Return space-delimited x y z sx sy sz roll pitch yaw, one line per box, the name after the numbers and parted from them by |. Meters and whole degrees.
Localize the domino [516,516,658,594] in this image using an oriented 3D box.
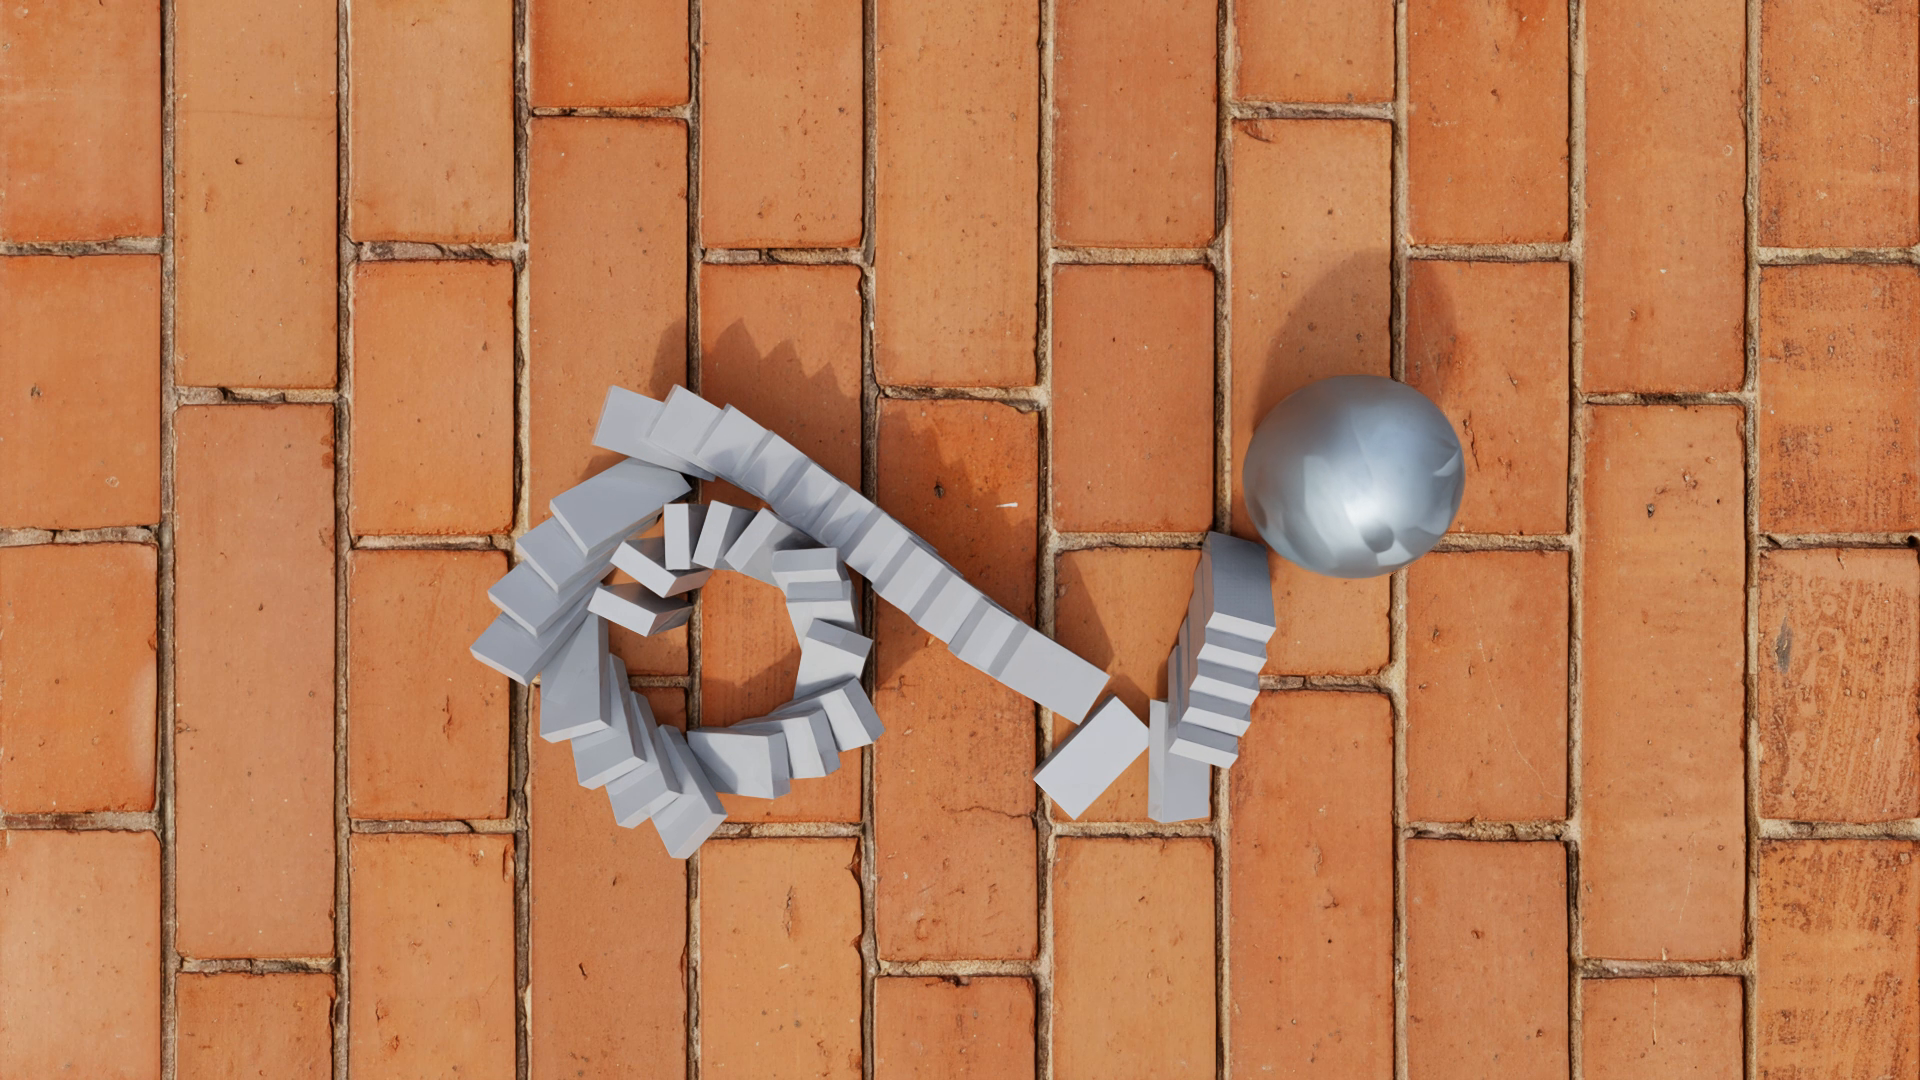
-0.155 -0.003 0.382 0.025 0.010 0.050 47 58 1 | domino

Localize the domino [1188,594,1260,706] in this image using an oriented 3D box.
0.108 0.043 0.378 0.025 0.050 0.009 15 131 1 | domino

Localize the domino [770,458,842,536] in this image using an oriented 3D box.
-0.051 -0.009 0.383 0.050 0.009 0.025 37 90 -30 | domino

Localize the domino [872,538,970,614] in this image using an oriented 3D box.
-0.010 0.023 0.382 0.050 0.009 0.025 38 89 -34 | domino

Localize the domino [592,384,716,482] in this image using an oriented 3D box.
-0.124 -0.044 0.382 0.050 0.010 0.025 18 86 -31 | domino

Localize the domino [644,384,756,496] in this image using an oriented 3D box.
-0.102 -0.041 0.383 0.050 0.009 0.025 30 88 -30 | domino

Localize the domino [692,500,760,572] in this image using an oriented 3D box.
-0.089 0.000 0.375 0.009 0.050 0.025 18 90 15 | domino

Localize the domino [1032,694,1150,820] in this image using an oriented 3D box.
0.058 0.093 0.395 0.025 0.010 0.050 45 90 0 | domino

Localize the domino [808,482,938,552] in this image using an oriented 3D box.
-0.036 0.001 0.382 0.050 0.010 0.025 37 90 -34 | domino

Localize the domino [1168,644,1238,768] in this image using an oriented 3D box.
0.100 0.068 0.378 0.025 0.050 0.009 16 131 -1 | domino

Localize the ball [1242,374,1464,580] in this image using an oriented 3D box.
0.153 -0.025 0.360 0.080 0.080 0.080 0 90 0 | ball

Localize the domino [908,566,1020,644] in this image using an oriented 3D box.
0.005 0.035 0.383 0.050 0.009 0.025 36 90 -32 | domino

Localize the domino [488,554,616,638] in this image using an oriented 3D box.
-0.167 0.014 0.382 0.025 0.010 0.050 38 57 3 | domino

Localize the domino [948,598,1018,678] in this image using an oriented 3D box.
0.022 0.047 0.383 0.050 0.010 0.025 33 90 -31 | domino

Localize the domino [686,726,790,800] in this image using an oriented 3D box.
-0.093 0.092 0.382 0.050 0.009 0.025 -6 90 35 | domino

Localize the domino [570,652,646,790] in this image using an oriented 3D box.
-0.149 0.075 0.383 0.025 0.009 0.050 -27 58 1 | domino

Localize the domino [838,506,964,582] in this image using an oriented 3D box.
-0.024 0.011 0.381 0.050 0.010 0.025 39 88 -34 | domino

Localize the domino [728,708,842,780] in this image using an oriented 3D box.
-0.074 0.086 0.381 0.050 0.009 0.025 -15 93 36 | domino

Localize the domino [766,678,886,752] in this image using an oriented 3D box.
-0.056 0.076 0.380 0.050 0.009 0.025 -24 96 37 | domino

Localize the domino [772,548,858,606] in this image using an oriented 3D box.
-0.058 0.019 0.375 0.025 0.050 0.010 -3 63 3 | domino

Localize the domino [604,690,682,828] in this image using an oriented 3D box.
-0.137 0.091 0.382 0.025 0.009 0.050 -35 58 2 | domino

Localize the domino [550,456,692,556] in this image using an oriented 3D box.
-0.141 -0.017 0.383 0.050 0.009 0.025 -37 90 -32 | domino

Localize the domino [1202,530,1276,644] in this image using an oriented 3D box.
0.114 0.019 0.378 0.025 0.050 0.009 15 131 0 | domino

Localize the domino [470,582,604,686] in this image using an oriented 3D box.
-0.175 0.033 0.381 0.025 0.010 0.050 27 56 5 | domino

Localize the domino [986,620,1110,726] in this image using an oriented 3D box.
0.038 0.056 0.383 0.050 0.009 0.025 33 90 -31 | domino

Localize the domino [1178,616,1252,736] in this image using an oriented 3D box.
0.104 0.055 0.378 0.025 0.050 0.010 15 131 0 | domino

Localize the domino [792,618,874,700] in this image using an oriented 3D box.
-0.053 0.055 0.379 0.025 0.050 0.009 20 47 0 | domino

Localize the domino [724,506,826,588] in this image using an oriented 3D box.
-0.073 0.006 0.375 0.010 0.050 0.025 38 90 23 | domino

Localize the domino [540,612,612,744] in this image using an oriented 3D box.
-0.161 0.057 0.383 0.025 0.009 0.050 -15 59 0 | domino

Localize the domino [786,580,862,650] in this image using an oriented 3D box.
-0.054 0.035 0.377 0.025 0.050 0.010 -2 54 0 | domino

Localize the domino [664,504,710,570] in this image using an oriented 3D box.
-0.105 -0.001 0.375 0.009 0.050 0.025 -1 90 6 | domino

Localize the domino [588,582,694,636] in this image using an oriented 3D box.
-0.129 0.027 0.375 0.025 0.050 0.010 25 90 0 | domino

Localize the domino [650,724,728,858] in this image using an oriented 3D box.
-0.119 0.104 0.381 0.025 0.009 0.050 -47 57 4 | domino

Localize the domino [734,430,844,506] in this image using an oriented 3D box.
-0.066 -0.021 0.384 0.050 0.009 0.025 37 90 -30 | domino

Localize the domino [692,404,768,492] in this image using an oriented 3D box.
-0.083 -0.032 0.383 0.050 0.010 0.025 36 89 -30 | domino

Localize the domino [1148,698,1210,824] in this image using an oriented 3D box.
0.093 0.093 0.390 0.025 0.010 0.050 1 90 -27 | domino

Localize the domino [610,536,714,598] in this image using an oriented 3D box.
-0.120 0.010 0.375 0.025 0.050 0.009 34 93 0 | domino

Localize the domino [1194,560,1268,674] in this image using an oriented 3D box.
0.111 0.031 0.378 0.025 0.050 0.009 15 131 0 | domino
